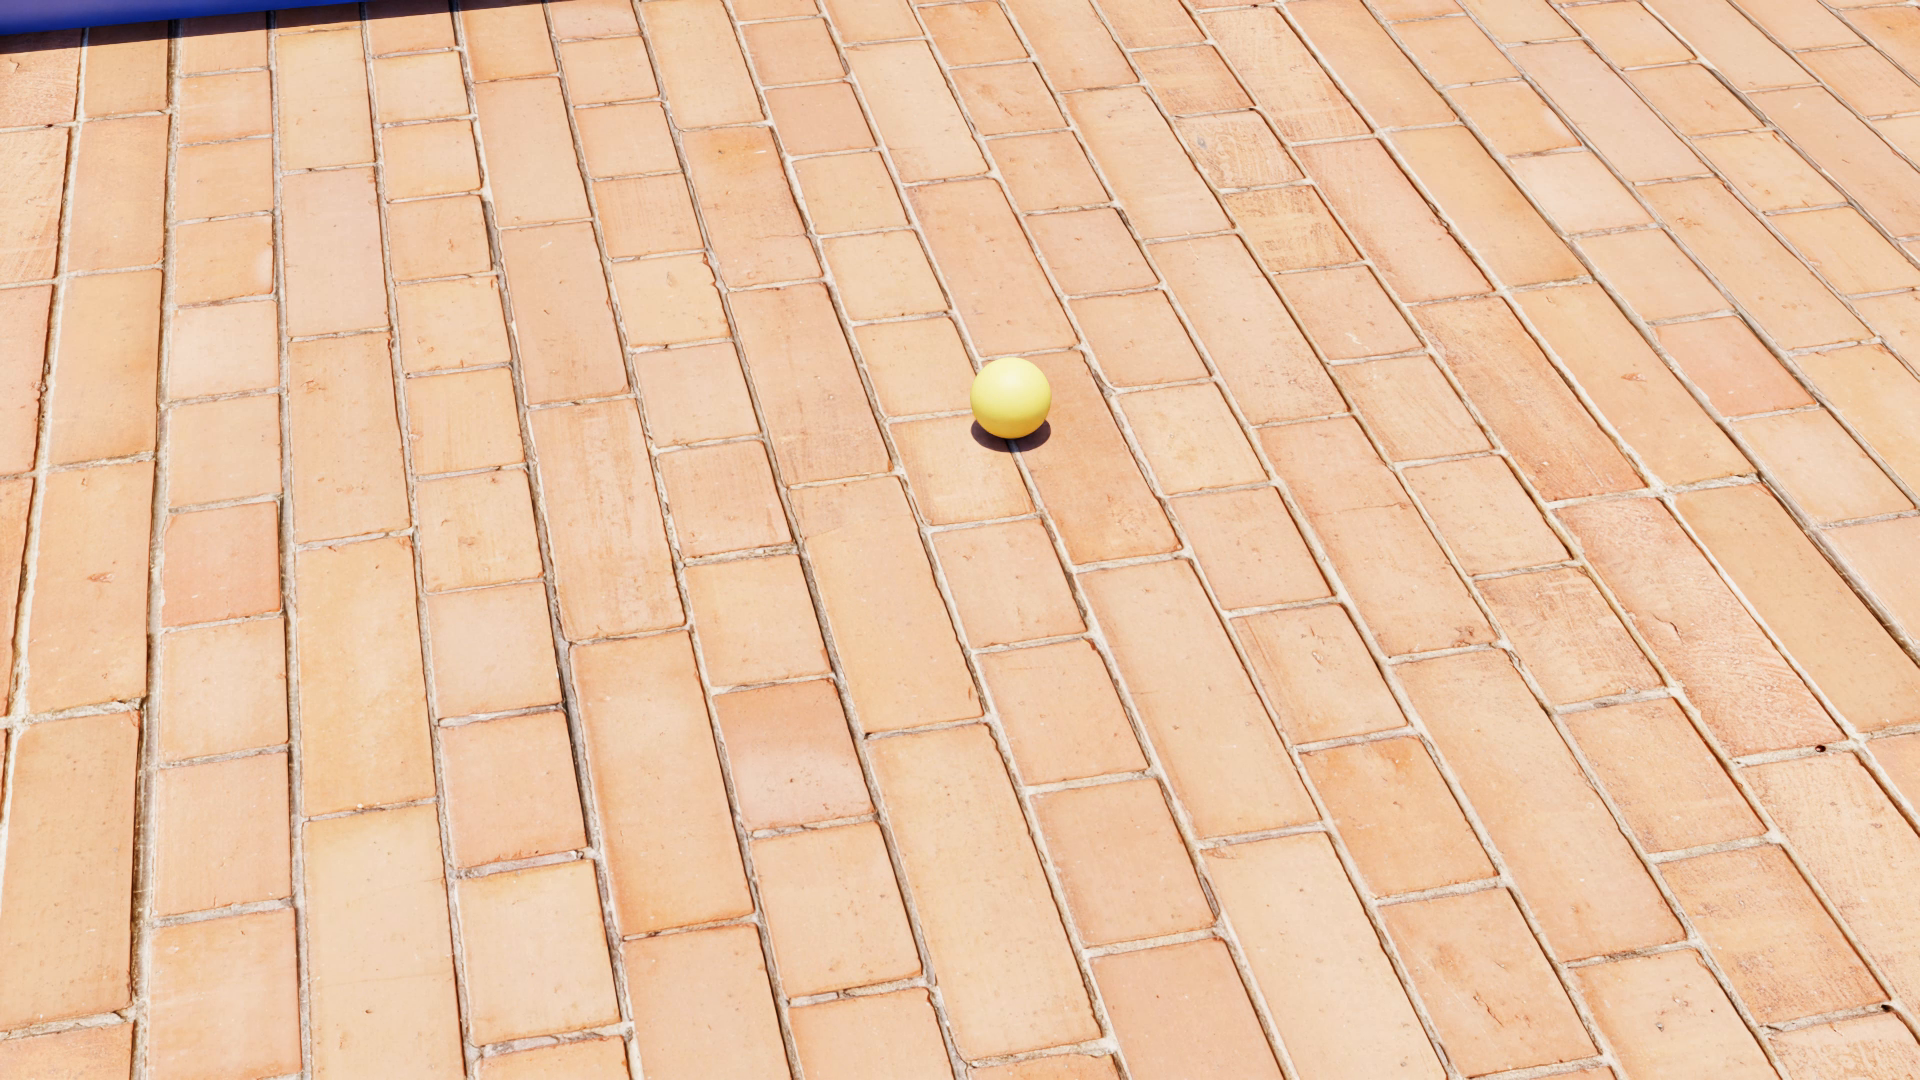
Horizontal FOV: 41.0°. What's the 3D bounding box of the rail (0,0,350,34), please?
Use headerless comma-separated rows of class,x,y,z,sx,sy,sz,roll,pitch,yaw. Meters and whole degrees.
rail,0.593,-0.653,2.370,3.271,0.120,0.045,-8,37,-10

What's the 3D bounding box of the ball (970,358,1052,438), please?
ball,0.033,-0.092,1.664,0.053,0.053,0.053,0,36,0
